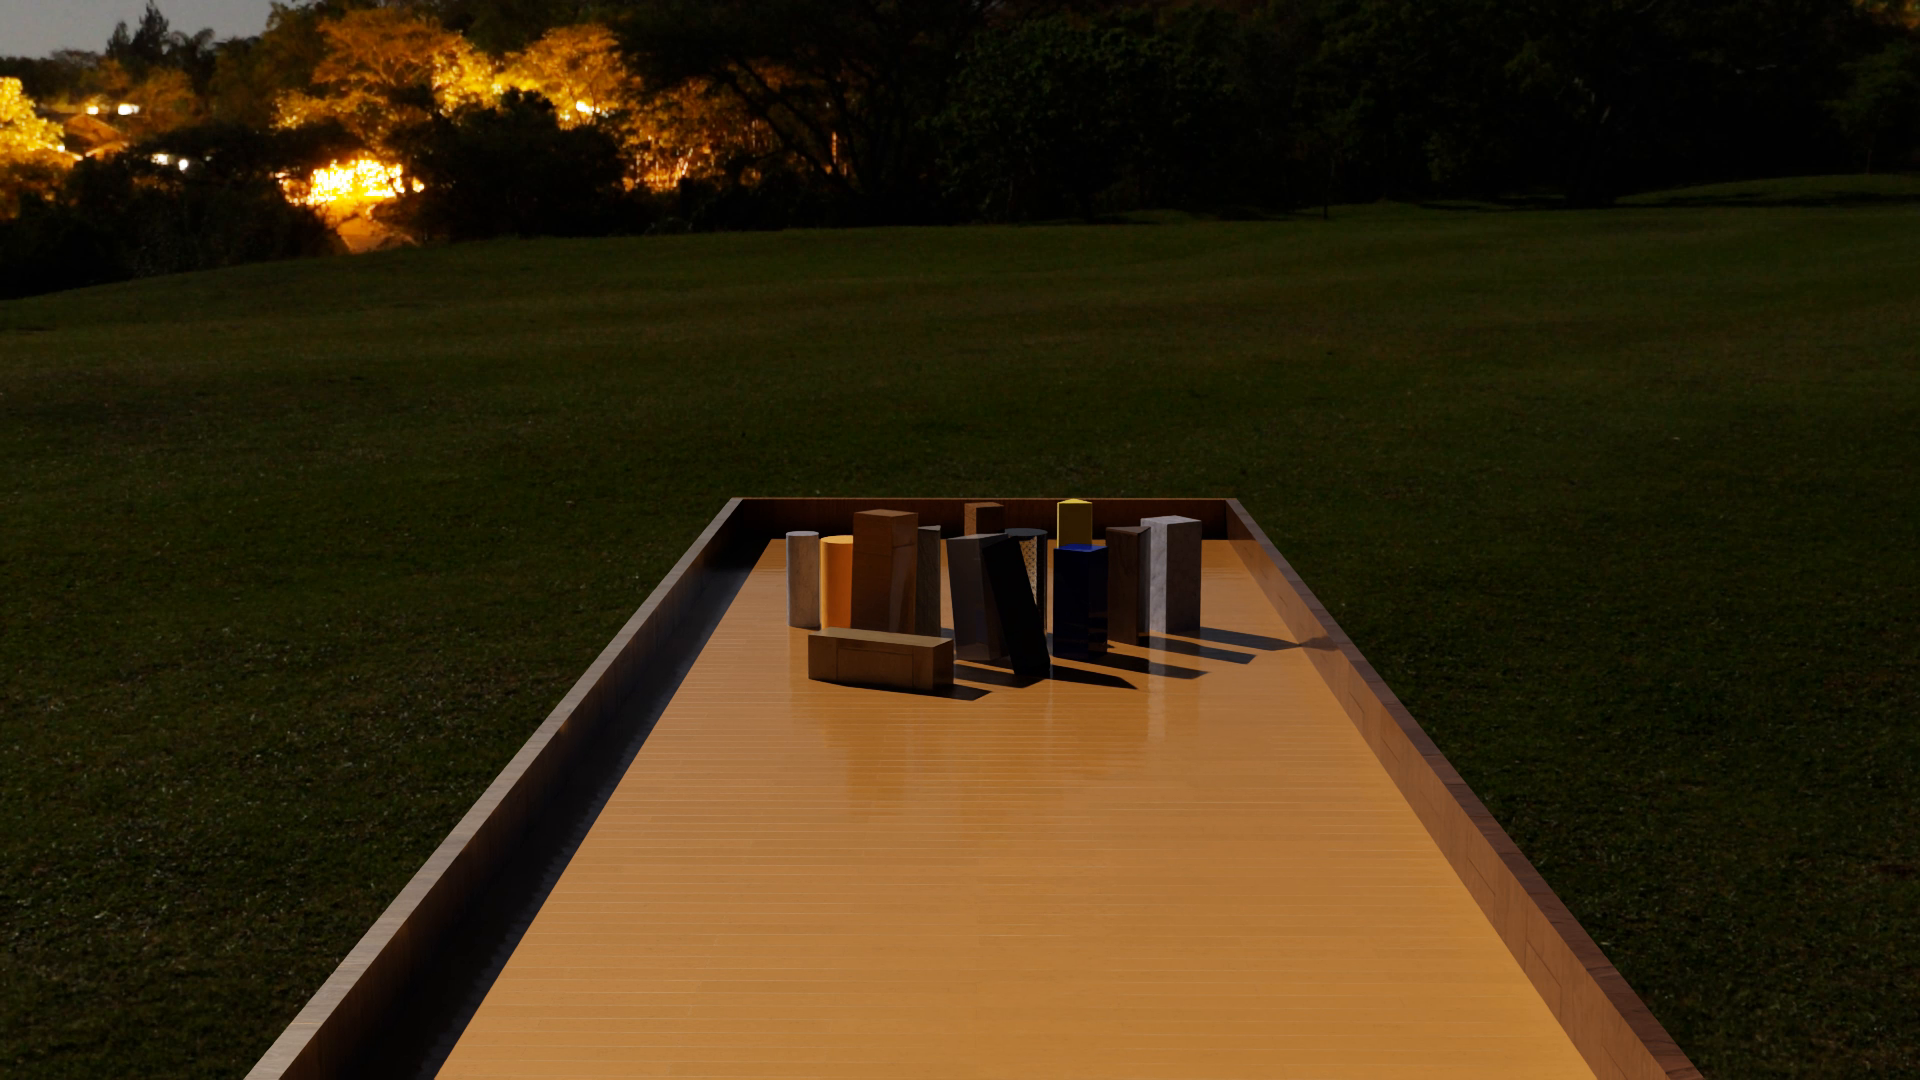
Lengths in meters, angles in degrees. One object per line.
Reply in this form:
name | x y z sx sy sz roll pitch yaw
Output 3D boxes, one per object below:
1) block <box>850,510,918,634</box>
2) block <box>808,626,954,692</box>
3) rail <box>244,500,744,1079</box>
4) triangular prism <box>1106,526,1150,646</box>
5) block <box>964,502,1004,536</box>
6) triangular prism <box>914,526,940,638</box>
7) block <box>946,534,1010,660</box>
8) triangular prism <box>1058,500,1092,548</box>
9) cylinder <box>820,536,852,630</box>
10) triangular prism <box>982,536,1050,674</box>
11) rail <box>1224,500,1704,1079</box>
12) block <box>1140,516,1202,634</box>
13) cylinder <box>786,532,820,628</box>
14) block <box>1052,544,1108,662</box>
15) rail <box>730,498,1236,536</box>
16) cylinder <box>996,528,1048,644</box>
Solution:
block | -0.232 0.137 6.704 0.141 0.443 0.141 6 8 32
block | -0.231 0.346 6.399 0.409 0.133 0.133 4 10 26
rail | -1.004 0.839 3.234 0.050 0.150 12.000 0 9 1
triangular prism | 0.557 0.141 6.974 0.126 0.359 0.146 -8 12 -40
block | 0.080 0.085 7.178 0.100 0.405 0.100 -4 10 -22
triangular prism | -0.086 0.142 6.938 0.100 0.368 0.087 6 11 31
block | 0.069 0.172 6.701 0.135 0.369 0.135 -1 6 43
triangular prism | 0.372 0.077 7.197 0.111 0.415 0.096 0 9 0
cylinder | -0.358 0.159 6.961 0.164 0.326 0.164 0 9 0
triangular prism | 0.191 0.197 6.567 0.124 0.393 0.107 -22 -16 27
rail | 1.046 0.843 3.208 0.050 0.150 12.000 0 9 1
block | 0.686 0.111 7.167 0.141 0.358 0.141 -6 11 -31
cylinder | -0.516 0.129 7.229 0.107 0.303 0.107 0 9 0
block | 0.369 0.189 6.739 0.123 0.337 0.123 6 11 31
rail | 0.099 -0.098 9.147 2.100 0.150 0.050 0 9 1
cylinder | 0.195 0.151 6.919 0.160 0.356 0.160 0 9 0
